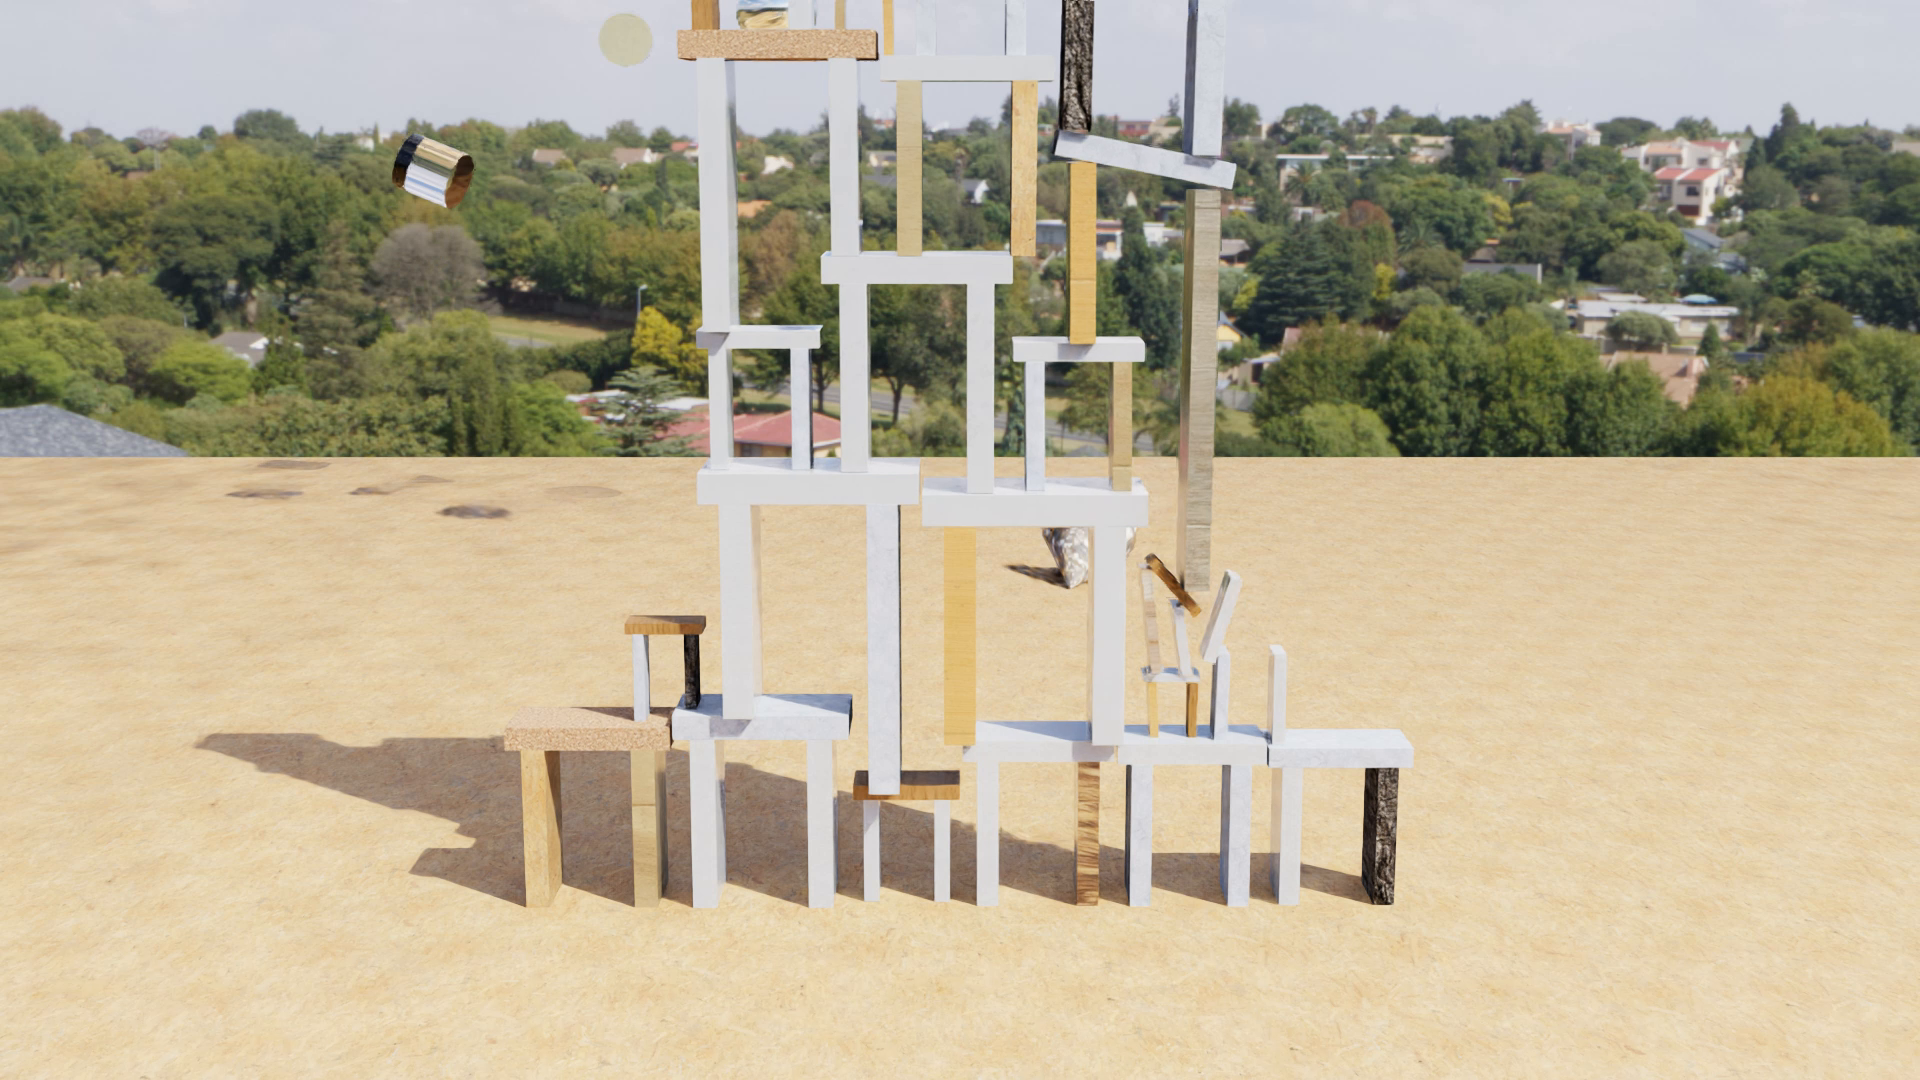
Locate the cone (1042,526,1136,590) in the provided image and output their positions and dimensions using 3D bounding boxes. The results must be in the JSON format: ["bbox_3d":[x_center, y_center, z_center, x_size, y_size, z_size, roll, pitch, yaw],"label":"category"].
[{"bbox_3d":[0.337,0.056,6.205,0.278,0.278,0.278,3,37,14],"label":"cone"}]

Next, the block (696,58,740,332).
[{"bbox_3d":[-0.379,-0.542,3.457,0.042,0.417,0.150,0,11,1],"label":"block"}]

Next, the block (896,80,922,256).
[{"bbox_3d":[-0.078,-0.583,3.446,0.038,0.266,0.133,0,11,0],"label":"block"}]

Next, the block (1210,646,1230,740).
[{"bbox_3d":[0.426,0.249,3.604,0.020,0.142,0.071,1,11,0],"label":"block"}]

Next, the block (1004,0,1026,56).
[{"bbox_3d":[0.086,-0.853,3.400,0.029,0.207,0.104,0,11,0],"label":"block"}]

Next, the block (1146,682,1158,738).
[{"bbox_3d":[0.316,0.273,3.612,0.013,0.093,0.046,-3,11,0],"label":"block"}]

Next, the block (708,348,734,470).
[{"bbox_3d":[-0.381,-0.214,3.515,0.027,0.193,0.097,0,11,0],"label":"block"}]

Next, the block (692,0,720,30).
[{"bbox_3d":[-0.394,-0.898,3.387,0.032,0.223,0.112,0,11,0],"label":"block"}]

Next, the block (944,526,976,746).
[{"bbox_3d":[0.000,0.138,3.587,0.051,0.357,0.179,0,11,0],"label":"block"}]

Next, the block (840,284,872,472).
[{"bbox_3d":[-0.166,-0.265,3.505,0.042,0.296,0.148,0,11,0],"label":"block"}]

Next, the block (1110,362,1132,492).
[{"bbox_3d":[0.257,-0.188,3.524,0.029,0.206,0.103,-1,11,0],"label":"block"}]

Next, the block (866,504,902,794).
[{"bbox_3d":[-0.123,0.162,3.587,0.049,0.474,0.174,0,11,0],"label":"block"}]

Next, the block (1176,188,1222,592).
[{"bbox_3d":[0.380,-0.241,3.518,0.039,0.633,0.139,0,10,0],"label":"block"}]

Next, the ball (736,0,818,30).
[{"bbox_3d":[-0.513,-1.488,6.163,0.231,0.231,0.231,0,11,0],"label":"ball"}]

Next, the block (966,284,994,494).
[{"bbox_3d":[0.032,-0.248,3.508,0.042,0.330,0.148,0,11,0],"label":"block"}]

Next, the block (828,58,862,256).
[{"bbox_3d":[-0.179,-0.600,3.445,0.042,0.300,0.150,0,11,0],"label":"block"}]

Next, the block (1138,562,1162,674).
[{"bbox_3d":[0.308,0.127,3.578,0.016,0.172,0.058,-7,10,-2],"label":"block"}]

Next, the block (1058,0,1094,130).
[{"bbox_3d":[0.181,-0.790,3.410,0.043,0.303,0.152,1,11,0],"label":"block"}]

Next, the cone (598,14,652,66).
[{"bbox_3d":[-1.021,-1.531,6.659,0.160,0.160,0.160,-3,25,-14],"label":"cone"}]

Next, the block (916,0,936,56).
[{"bbox_3d":[-0.052,-0.853,3.398,0.029,0.207,0.104,0,11,0],"label":"block"}]

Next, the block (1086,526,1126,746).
[{"bbox_3d":[0.238,0.138,3.587,0.051,0.357,0.179,0,11,0],"label":"block"}]

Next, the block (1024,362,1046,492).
[{"bbox_3d":[0.119,-0.188,3.524,0.029,0.206,0.103,-1,11,0],"label":"block"}]

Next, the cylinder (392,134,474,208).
[{"bbox_3d":[-1.644,-1.150,6.863,0.180,0.180,0.180,22,14,6],"label":"cylinder"}]

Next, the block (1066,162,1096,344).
[{"bbox_3d":[0.191,-0.456,3.476,0.039,0.278,0.139,0,11,0],"label":"block"}]

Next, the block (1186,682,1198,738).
[{"bbox_3d":[0.381,0.273,3.612,0.013,0.093,0.046,0,11,0],"label":"block"}]

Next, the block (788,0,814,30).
[{"bbox_3d":[-0.245,-0.898,3.387,0.032,0.223,0.112,0,11,0],"label":"block"}]

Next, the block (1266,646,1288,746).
[{"bbox_3d":[0.519,0.254,3.605,0.020,0.150,0.071,0,11,0],"label":"block"}]

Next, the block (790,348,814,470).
[{"bbox_3d":[-0.252,-0.214,3.515,0.027,0.194,0.097,0,11,0],"label":"block"}]

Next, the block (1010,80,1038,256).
[{"bbox_3d":[0.099,-0.583,3.446,0.038,0.266,0.133,0,11,0],"label":"block"}]

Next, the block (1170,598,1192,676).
[{"bbox_3d":[0.359,0.158,3.585,0.016,0.115,0.058,-8,10,0],"label":"block"}]

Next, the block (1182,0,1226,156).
[{"bbox_3d":[0.380,-0.752,3.416,0.043,0.303,0.152,1,11,0],"label":"block"}]

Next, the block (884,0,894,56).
[{"bbox_3d":[-0.110,-0.823,3.402,0.015,0.146,0.054,0,11,0],"label":"block"}]

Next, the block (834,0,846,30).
[{"bbox_3d":[-0.184,-0.841,3.398,0.015,0.108,0.054,0,11,0],"label":"block"}]
